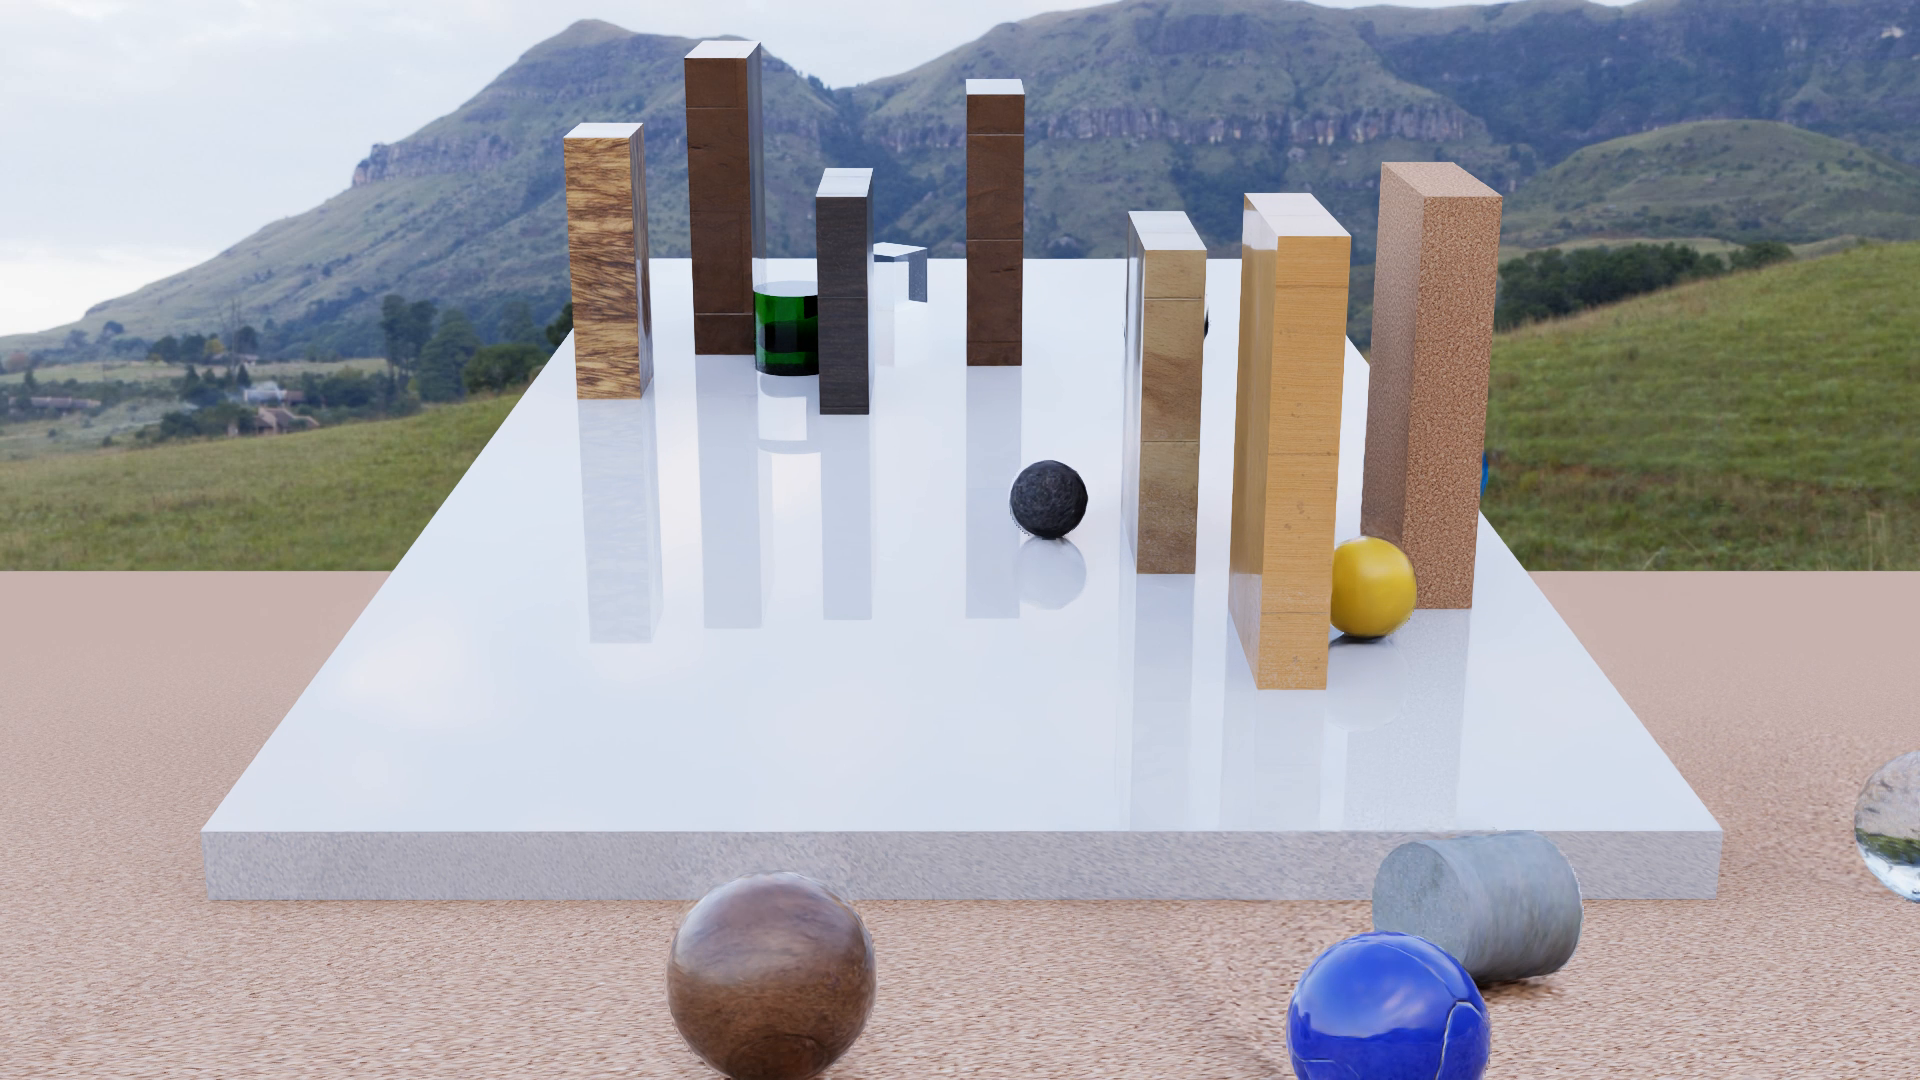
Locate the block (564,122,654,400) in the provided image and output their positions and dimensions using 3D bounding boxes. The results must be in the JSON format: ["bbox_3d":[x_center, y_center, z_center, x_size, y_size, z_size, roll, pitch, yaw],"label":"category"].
[{"bbox_3d":[-0.803,-0.642,5.134,0.145,0.595,0.247,0,18,0],"label":"block"}]

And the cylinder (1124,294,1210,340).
[{"bbox_3d":[0.508,-0.561,5.519,0.207,0.207,0.207,0,18,4],"label":"cylinder"}]

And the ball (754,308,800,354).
[{"bbox_3d":[-0.451,-0.517,5.532,0.113,0.113,0.113,0,-1,0],"label":"ball"}]

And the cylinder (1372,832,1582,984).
[{"bbox_3d":[0.543,0.390,2.356,0.153,0.153,0.153,-1,0,-29],"label":"cylinder"}]

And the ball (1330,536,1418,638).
[{"bbox_3d":[0.656,0.077,3.616,0.164,0.164,0.164,0,-1,0],"label":"ball"}]

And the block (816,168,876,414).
[{"bbox_3d":[-0.258,-0.574,5.100,0.110,0.487,0.409,0,18,0],"label":"block"}]

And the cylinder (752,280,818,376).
[{"bbox_3d":[-0.399,-0.511,5.382,0.193,0.193,0.193,0,18,0],"label":"cylinder"}]

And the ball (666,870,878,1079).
[{"bbox_3d":[-0.162,0.375,1.920,0.181,0.181,0.181,0,-1,0],"label":"ball"}]

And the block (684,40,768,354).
[{"bbox_3d":[-0.582,-0.867,5.624,0.148,0.722,0.423,0,18,0],"label":"block"}]

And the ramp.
[{"bbox_3d":[-0.003,-0.185,4.853,2.000,0.100,4.000,0,18,0],"label":"ramp"}]

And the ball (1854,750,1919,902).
[{"bbox_3d":[1.278,0.375,2.924,0.203,0.203,0.203,0,-1,0],"label":"ball"}]

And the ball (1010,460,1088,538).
[{"bbox_3d":[0.164,-0.075,4.119,0.143,0.143,0.143,0,-1,0],"label":"ball"}]

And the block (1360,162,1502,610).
[{"bbox_3d":[0.798,-0.272,3.831,0.124,0.695,0.372,0,18,0],"label":"block"}]

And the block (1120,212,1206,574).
[{"bbox_3d":[0.362,-0.273,4.029,0.103,0.575,0.386,0,18,0],"label":"block"}]

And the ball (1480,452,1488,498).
[{"bbox_3d":[0.892,-0.128,4.197,0.197,0.197,0.197,0,-1,0],"label":"ball"}]

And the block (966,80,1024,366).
[{"bbox_3d":[0.083,-0.781,5.475,0.135,0.651,0.315,0,18,0],"label":"block"}]

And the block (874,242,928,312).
[{"bbox_3d":[-0.195,-0.716,6.085,0.152,0.152,0.152,12,21,33],"label":"block"}]

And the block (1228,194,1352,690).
[{"bbox_3d":[0.506,-0.162,3.488,0.105,0.697,0.385,0,18,0],"label":"block"}]

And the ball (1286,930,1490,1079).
[{"bbox_3d":[0.334,0.385,1.747,0.157,0.157,0.157,0,-1,0],"label":"ball"}]
